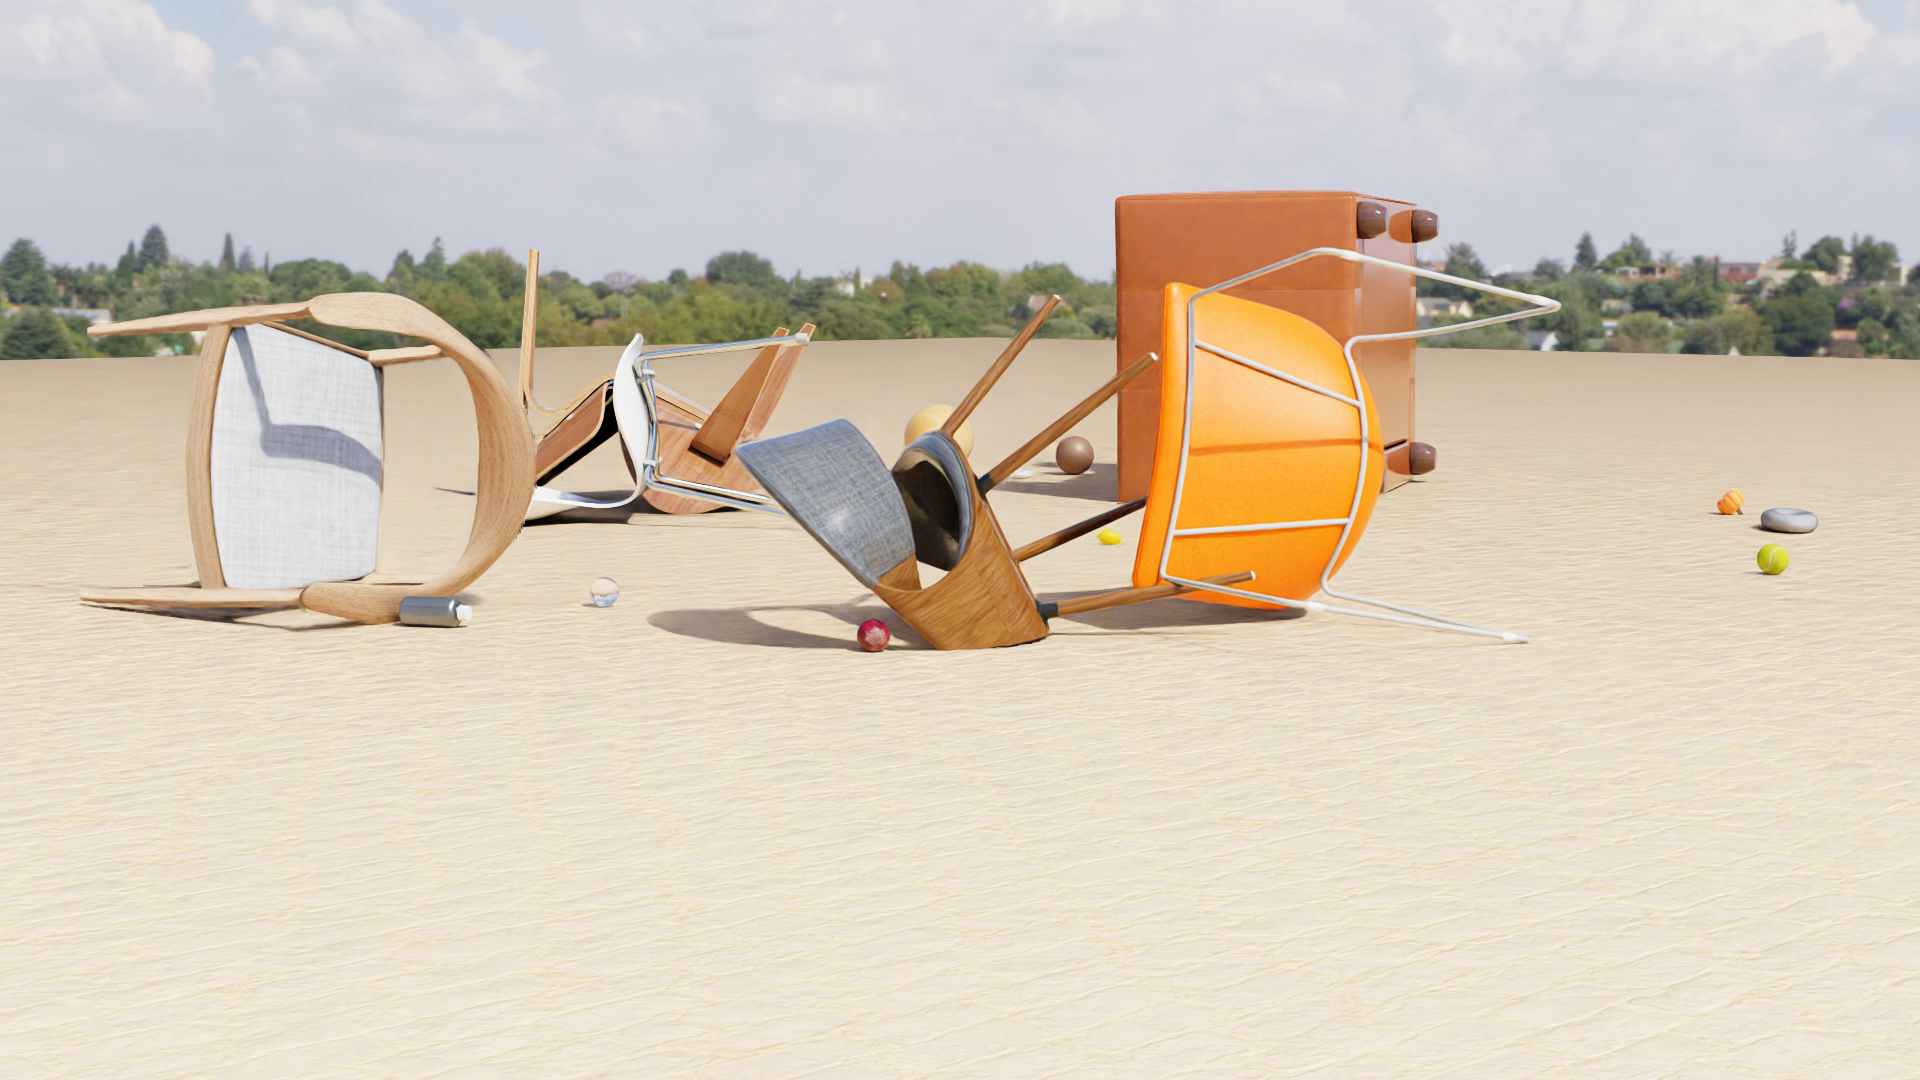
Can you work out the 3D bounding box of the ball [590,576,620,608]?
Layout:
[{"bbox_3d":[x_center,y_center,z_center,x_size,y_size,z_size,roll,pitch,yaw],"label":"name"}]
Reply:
[{"bbox_3d":[-0.708,0.103,5.114,0.060,0.060,0.060,0,6,0],"label":"ball"}]

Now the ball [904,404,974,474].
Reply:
[{"bbox_3d":[-0.070,-0.338,8.545,0.234,0.234,0.234,0,6,0],"label":"ball"}]

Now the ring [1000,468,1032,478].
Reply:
[{"bbox_3d":[0.184,-0.216,8.387,0.102,0.026,0.137,0,5,-9],"label":"ring"}]

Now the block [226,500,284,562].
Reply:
[{"bbox_3d":[-1.641,-0.022,5.971,0.088,0.134,0.093,2,6,20],"label":"block"}]

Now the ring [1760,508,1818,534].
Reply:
[{"bbox_3d":[2.156,-0.051,6.673,0.142,0.048,0.259,2,7,11],"label":"ring"}]
